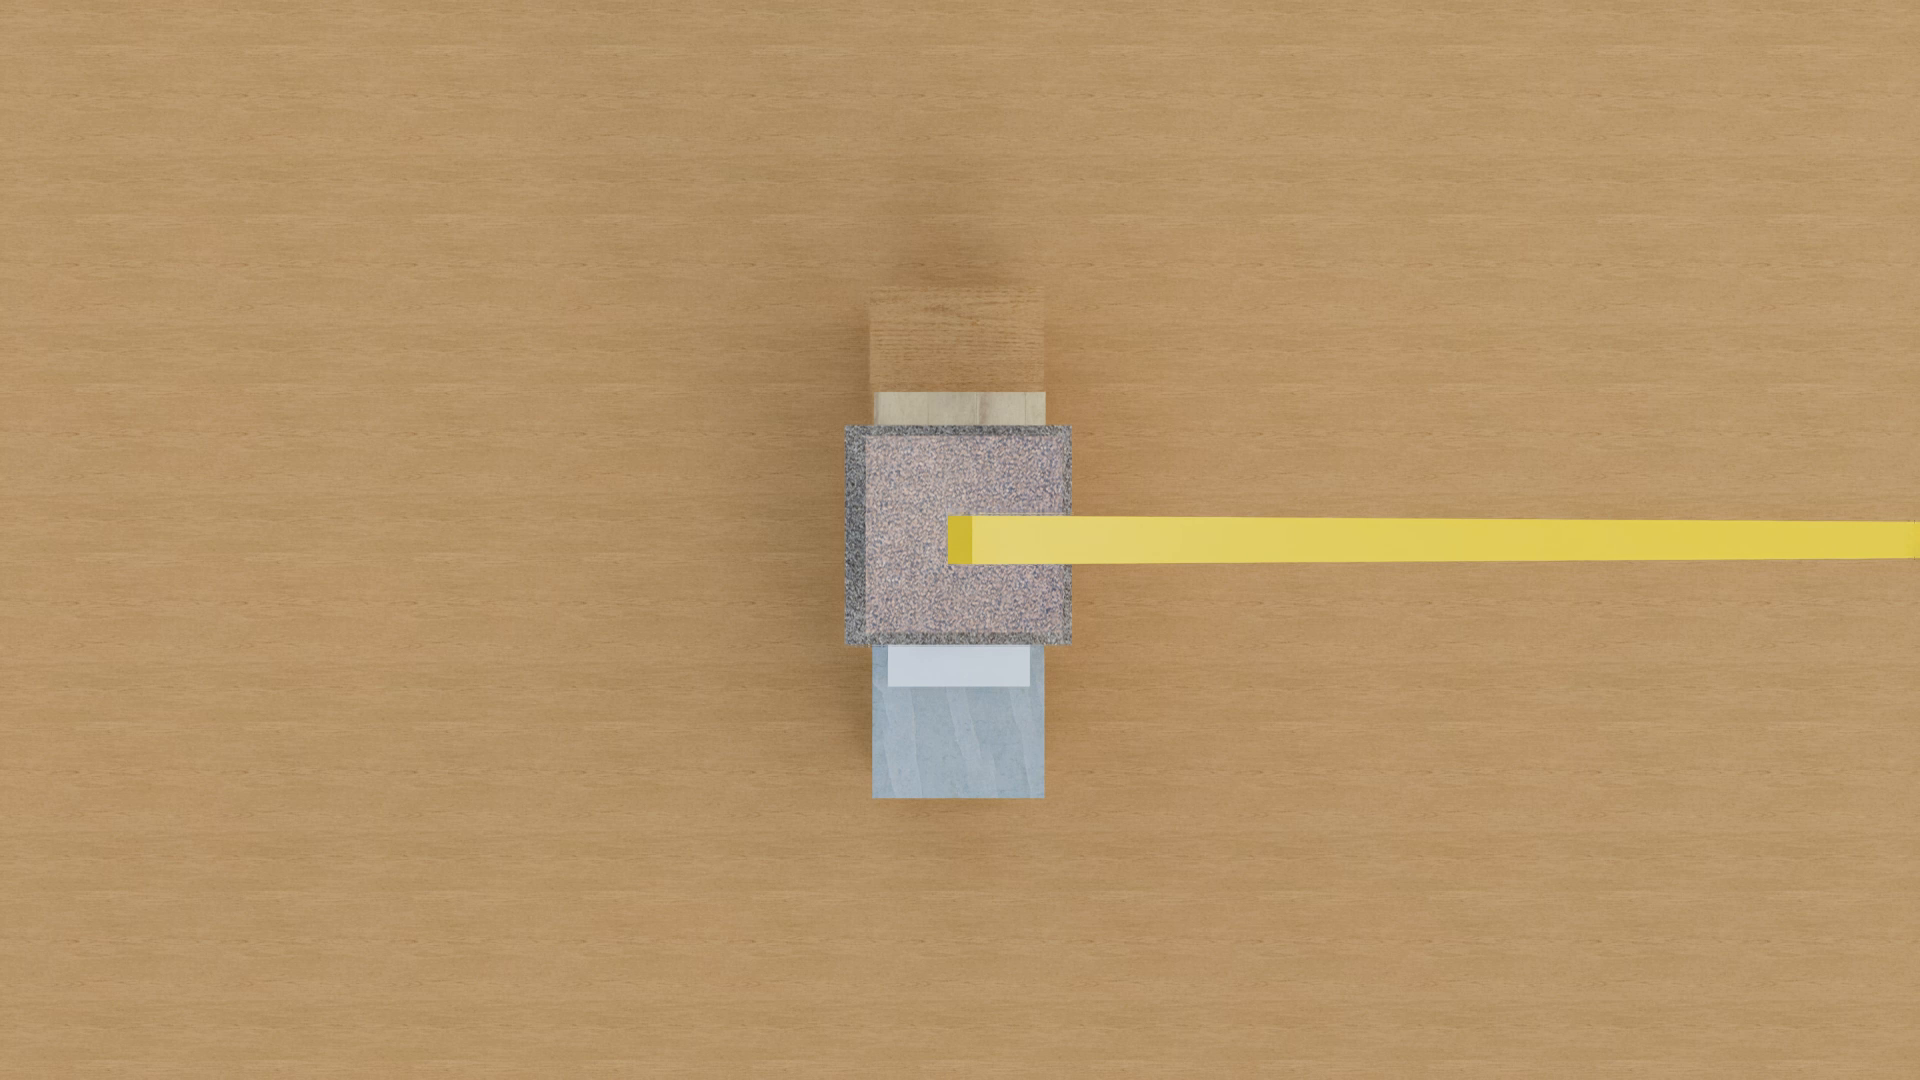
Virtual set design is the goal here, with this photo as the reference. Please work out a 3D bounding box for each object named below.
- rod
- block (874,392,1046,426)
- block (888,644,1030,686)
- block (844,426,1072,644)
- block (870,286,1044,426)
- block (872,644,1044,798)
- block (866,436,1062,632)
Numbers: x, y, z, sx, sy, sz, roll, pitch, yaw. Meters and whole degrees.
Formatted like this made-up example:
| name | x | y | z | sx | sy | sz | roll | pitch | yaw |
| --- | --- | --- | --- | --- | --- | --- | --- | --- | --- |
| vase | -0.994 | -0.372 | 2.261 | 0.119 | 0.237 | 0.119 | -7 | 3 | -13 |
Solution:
| name | x | y | z | sx | sy | sz | roll | pitch | yaw |
| --- | --- | --- | --- | --- | --- | --- | --- | --- | --- |
| rod | 2.234 | 0.000 | 4.992 | 5.200 | 0.080 | 0.080 | 0 | 90 | -31 |
| block | -0.001 | -0.364 | 11.726 | 0.882 | 0.801 | 0.794 | 0 | 90 | 0 |
| block | -0.005 | 0.396 | 11.608 | 0.725 | 0.681 | 0.718 | 0 | 89 | 0 |
| block | -0.006 | -0.018 | 8.524 | 0.838 | 0.794 | 0.812 | 0 | 90 | 0 |
| block | -0.017 | -0.913 | 12.574 | 0.959 | 0.852 | 0.980 | 0 | 90 | 0 |
| block | -0.008 | 0.931 | 12.474 | 0.935 | 1.053 | 0.944 | 0 | 90 | 0 |
| block | 0.014 | -0.019 | 7.782 | 0.666 | 0.689 | 0.664 | 0 | 90 | 0 |
